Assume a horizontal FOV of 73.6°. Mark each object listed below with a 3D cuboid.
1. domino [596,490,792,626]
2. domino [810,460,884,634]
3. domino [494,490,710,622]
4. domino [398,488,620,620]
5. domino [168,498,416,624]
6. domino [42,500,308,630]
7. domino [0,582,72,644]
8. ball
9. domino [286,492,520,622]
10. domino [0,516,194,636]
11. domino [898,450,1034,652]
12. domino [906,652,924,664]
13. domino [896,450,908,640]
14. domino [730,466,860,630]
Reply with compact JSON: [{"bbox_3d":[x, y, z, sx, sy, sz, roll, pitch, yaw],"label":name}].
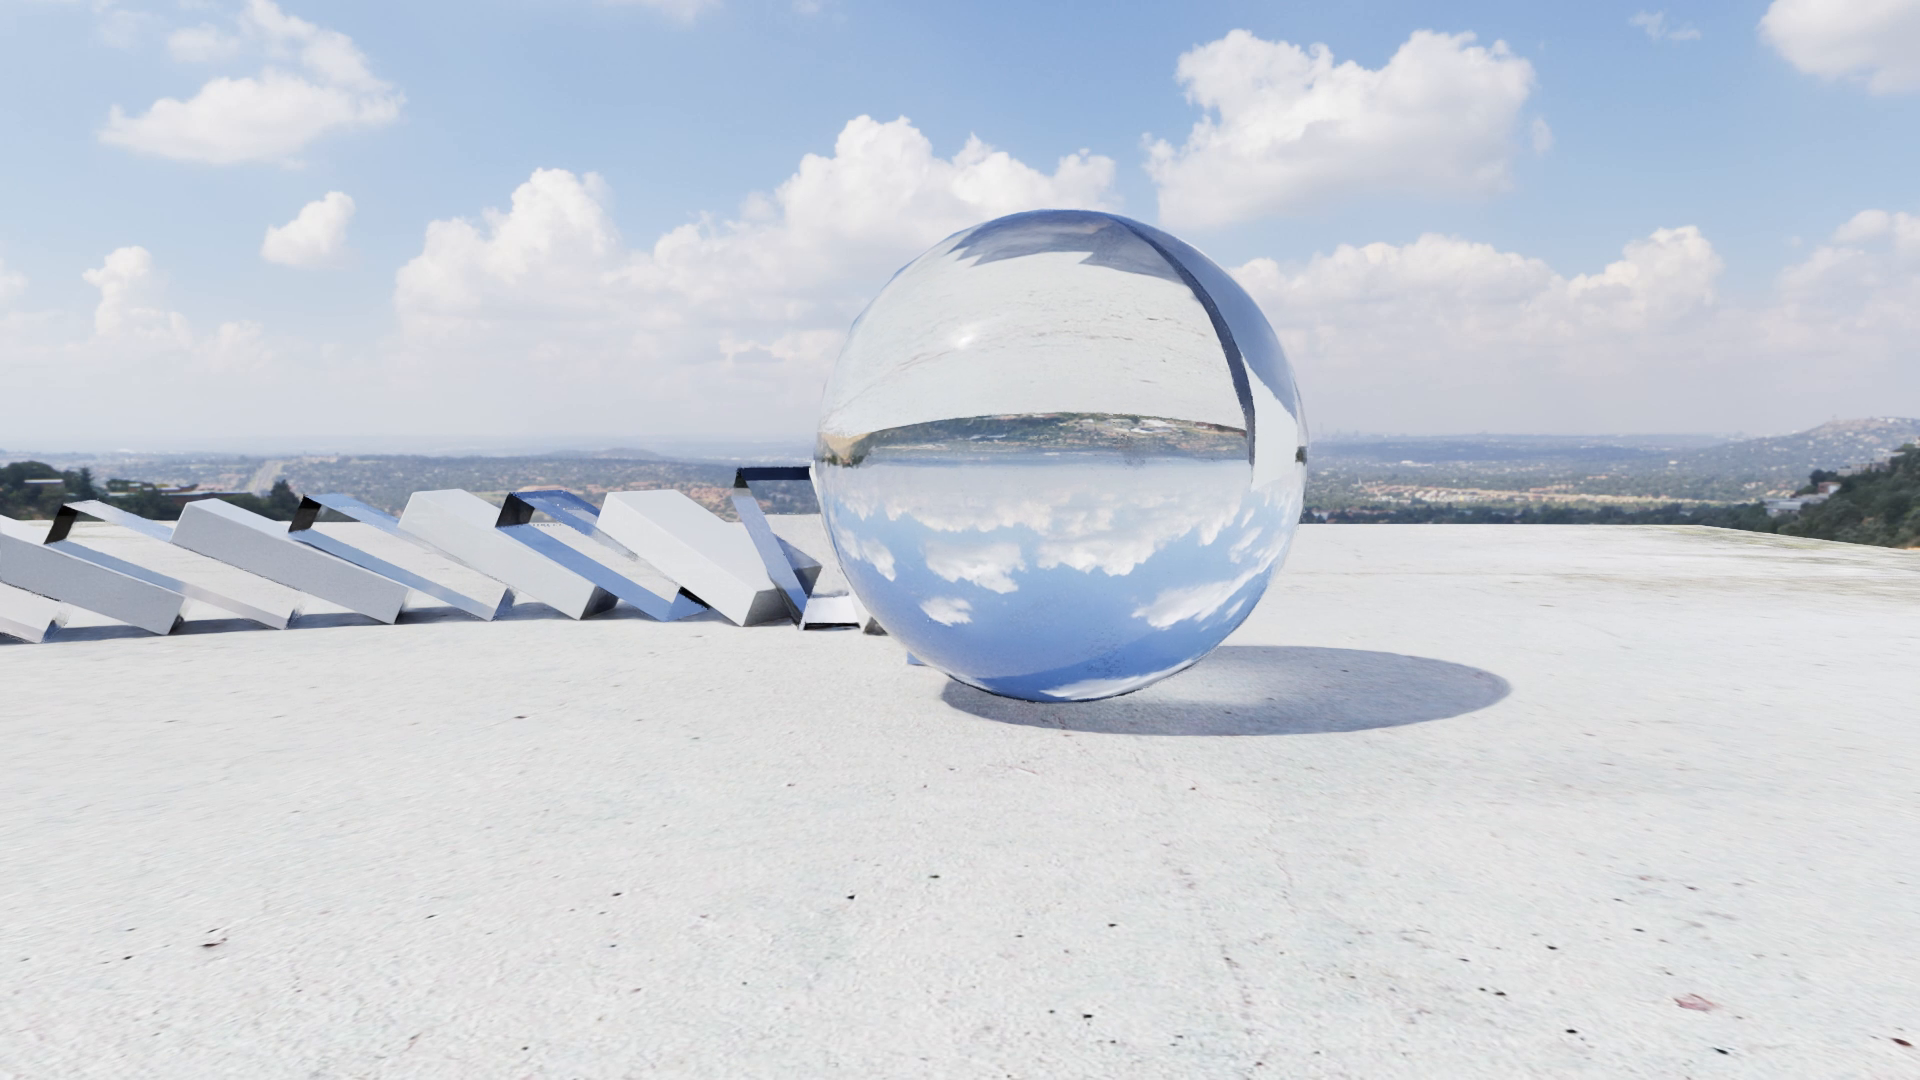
[{"bbox_3d":[-0.063,0.003,0.318,0.050,0.009,0.025,31,17,23],"label":"domino"},{"bbox_3d":[-0.017,-0.001,0.304,0.025,0.050,0.010,-1,-40,-26],"label":"domino"},{"bbox_3d":[-0.087,0.003,0.321,0.050,0.009,0.025,28,10,10],"label":"domino"},{"bbox_3d":[-0.111,0.003,0.321,0.050,0.009,0.025,27,6,2],"label":"domino"},{"bbox_3d":[-0.157,0.005,0.306,0.050,0.009,0.025,24,-3,-17],"label":"domino"},{"bbox_3d":[-0.179,0.006,0.297,0.050,0.010,0.025,25,-5,-20],"label":"domino"},{"bbox_3d":[-0.220,0.007,0.274,0.050,0.010,0.025,26,-8,-26],"label":"domino"},{"bbox_3d":[0.016,-0.013,0.211,0.080,0.080,0.080,0,4,0],"label":"ball"},{"bbox_3d":[-0.135,0.004,0.316,0.050,0.009,0.025,25,0,-10],"label":"domino"},{"bbox_3d":[-0.200,0.006,0.286,0.050,0.009,0.025,25,-6,-23],"label":"domino"},{"bbox_3d":[0.000,0.001,0.277,0.025,0.009,0.050,0,47,-6],"label":"domino"},{"bbox_3d":[0.001,0.002,0.263,0.025,0.010,0.050,0,47,-6],"label":"domino"},{"bbox_3d":[-0.001,0.000,0.291,0.025,0.010,0.050,0,47,-5],"label":"domino"},{"bbox_3d":[-0.035,0.001,0.313,0.025,0.009,0.050,-3,40,-31],"label":"domino"}]
